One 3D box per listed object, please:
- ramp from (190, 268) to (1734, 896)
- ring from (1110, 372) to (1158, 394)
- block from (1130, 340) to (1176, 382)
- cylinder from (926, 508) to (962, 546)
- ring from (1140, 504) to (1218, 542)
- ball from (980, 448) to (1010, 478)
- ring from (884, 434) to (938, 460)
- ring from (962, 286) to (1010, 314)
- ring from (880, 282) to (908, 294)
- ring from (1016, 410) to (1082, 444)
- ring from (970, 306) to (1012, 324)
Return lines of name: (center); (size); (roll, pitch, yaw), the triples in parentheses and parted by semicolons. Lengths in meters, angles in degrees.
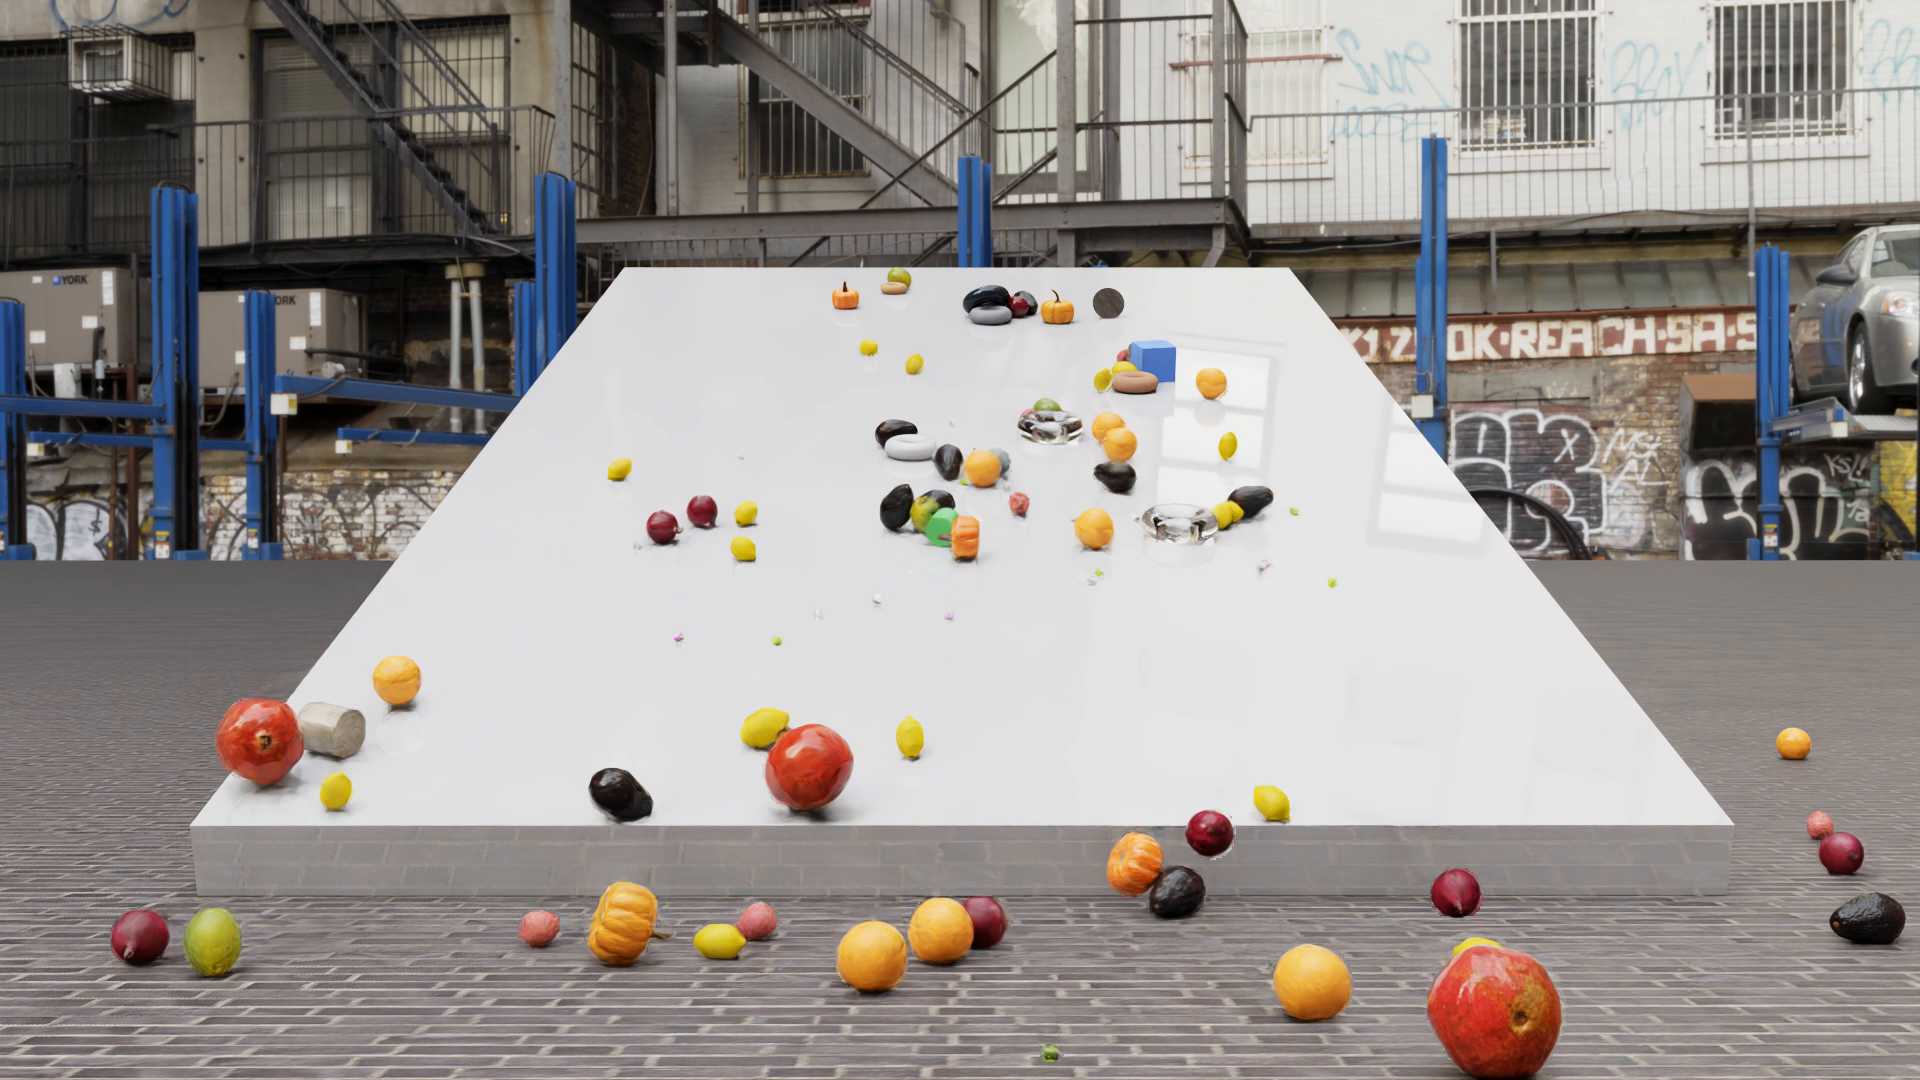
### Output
ramp: (-0.003, -0.177, 4.806); (2.000, 0.100, 4.000); (0, 17, 0)
ring: (0.407, -0.368, 5.192); (0.111, 0.037, 0.111); (1, 16, 0)
block: (0.460, -0.424, 5.290); (0.084, 0.084, 0.084); (-4, 18, -13)
cylinder: (-0.029, -0.023, 4.046); (0.057, 0.057, 0.057); (0, 17, 12)
ring: (0.403, -0.031, 4.091); (0.143, 0.048, 0.143); (1, 16, 0)
ball: (0.072, -0.156, 4.468); (0.061, 0.061, 0.061); (0, 0, 0)
ring: (-0.101, -0.192, 4.624); (0.111, 0.037, 0.111); (1, 17, 0)
ring: (0.070, -0.645, 5.987); (0.131, 0.044, 0.131); (-14, -15, -4)
ring: (-0.188, -0.715, 6.322); (0.077, 0.026, 0.077); (1, 17, 0)
ring: (0.193, -0.243, 4.771); (0.143, 0.048, 0.143); (-1, 18, 0)
ring: (0.082, -0.599, 5.931); (0.114, 0.038, 0.114); (-1, 17, 0)
